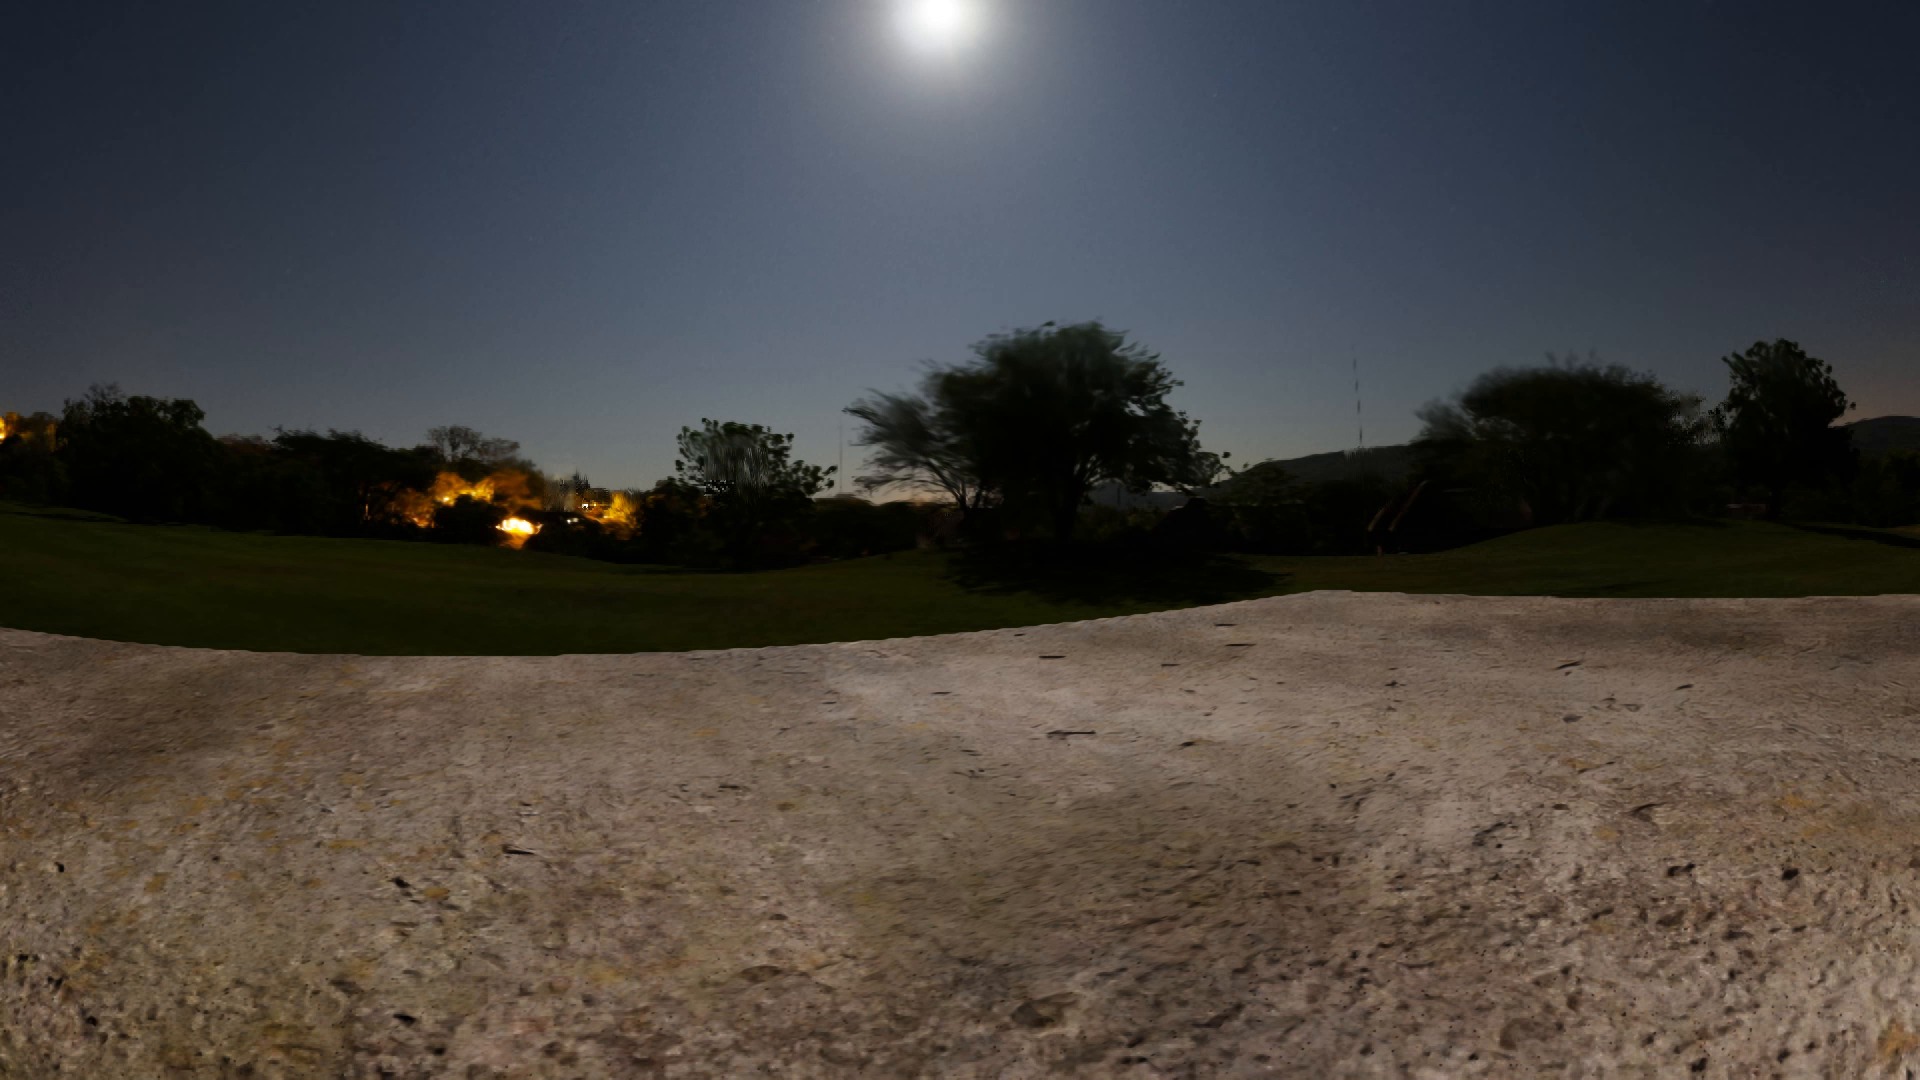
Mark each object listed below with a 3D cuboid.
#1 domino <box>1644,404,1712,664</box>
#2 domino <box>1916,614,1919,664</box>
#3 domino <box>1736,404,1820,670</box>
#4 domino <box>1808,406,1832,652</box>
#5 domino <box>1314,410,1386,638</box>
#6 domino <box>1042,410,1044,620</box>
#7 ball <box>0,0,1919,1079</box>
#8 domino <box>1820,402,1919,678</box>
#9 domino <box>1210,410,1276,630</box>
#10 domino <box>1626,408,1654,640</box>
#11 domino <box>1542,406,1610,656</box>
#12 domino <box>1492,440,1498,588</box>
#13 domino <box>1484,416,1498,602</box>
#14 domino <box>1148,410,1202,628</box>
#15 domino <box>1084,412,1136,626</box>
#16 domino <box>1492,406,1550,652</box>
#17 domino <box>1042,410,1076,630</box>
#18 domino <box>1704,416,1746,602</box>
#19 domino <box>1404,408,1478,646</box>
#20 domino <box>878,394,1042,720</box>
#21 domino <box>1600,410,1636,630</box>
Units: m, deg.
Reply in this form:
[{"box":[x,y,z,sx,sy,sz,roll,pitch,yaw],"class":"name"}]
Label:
[{"box":[0.146,-0.002,0.260,0.010,0.050,0.025,2,5,29],"class":"domino"},{"box":[0.189,-0.001,0.242,0.009,0.050,0.025,1,4,10],"class":"domino"},{"box":[0.160,-0.001,0.252,0.010,0.050,0.025,2,5,26],"class":"domino"},{"box":[0.179,-0.003,0.273,0.009,0.050,0.025,1,4,13],"class":"domino"},{"box":[0.089,-0.004,0.293,0.009,0.050,0.025,2,5,29],"class":"domino"},{"box":[0.005,-0.004,0.285,0.025,0.050,0.010,1,4,17],"class":"domino"},{"box":[0.000,-0.002,0.056,0.080,0.080,0.080,0,4,0],"class":"ball"},{"box":[0.175,-0.001,0.246,0.010,0.050,0.025,2,5,21],"class":"domino"},{"box":[0.067,-0.005,0.303,0.009,0.050,0.025,2,5,24],"class":"domino"},{"box":[0.157,-0.004,0.284,0.009,0.050,0.025,4,6,40],"class":"domino"},{"box":[0.130,-0.003,0.270,0.009,0.050,0.025,2,5,29],"class":"domino"},{"box":[0.147,-0.006,0.318,0.025,0.050,0.010,1,4,7],"class":"domino"},{"box":[0.154,-0.008,0.340,0.025,0.050,0.010,3,5,31],"class":"domino"},{"box":[0.052,-0.006,0.309,0.009,0.050,0.025,1,4,16],"class":"domino"},{"box":[0.036,-0.006,0.312,0.010,0.050,0.025,0,4,1],"class":"domino"},{"box":[0.121,-0.003,0.273,0.009,0.050,0.025,2,5,29],"class":"domino"},{"box":[0.014,-0.005,0.302,0.025,0.050,0.010,4,6,39],"class":"domino"},{"box":[0.207,-0.009,0.358,0.009,0.050,0.025,1,4,8],"class":"domino"},{"box":[0.106,-0.004,0.283,0.009,0.050,0.025,3,5,31],"class":"domino"},{"box":[0.000,0.002,0.201,0.025,0.050,0.009,0,4,0],"class":"domino"},{"box":[0.148,-0.005,0.298,0.025,0.050,0.010,-1,4,-14],"class":"domino"}]
